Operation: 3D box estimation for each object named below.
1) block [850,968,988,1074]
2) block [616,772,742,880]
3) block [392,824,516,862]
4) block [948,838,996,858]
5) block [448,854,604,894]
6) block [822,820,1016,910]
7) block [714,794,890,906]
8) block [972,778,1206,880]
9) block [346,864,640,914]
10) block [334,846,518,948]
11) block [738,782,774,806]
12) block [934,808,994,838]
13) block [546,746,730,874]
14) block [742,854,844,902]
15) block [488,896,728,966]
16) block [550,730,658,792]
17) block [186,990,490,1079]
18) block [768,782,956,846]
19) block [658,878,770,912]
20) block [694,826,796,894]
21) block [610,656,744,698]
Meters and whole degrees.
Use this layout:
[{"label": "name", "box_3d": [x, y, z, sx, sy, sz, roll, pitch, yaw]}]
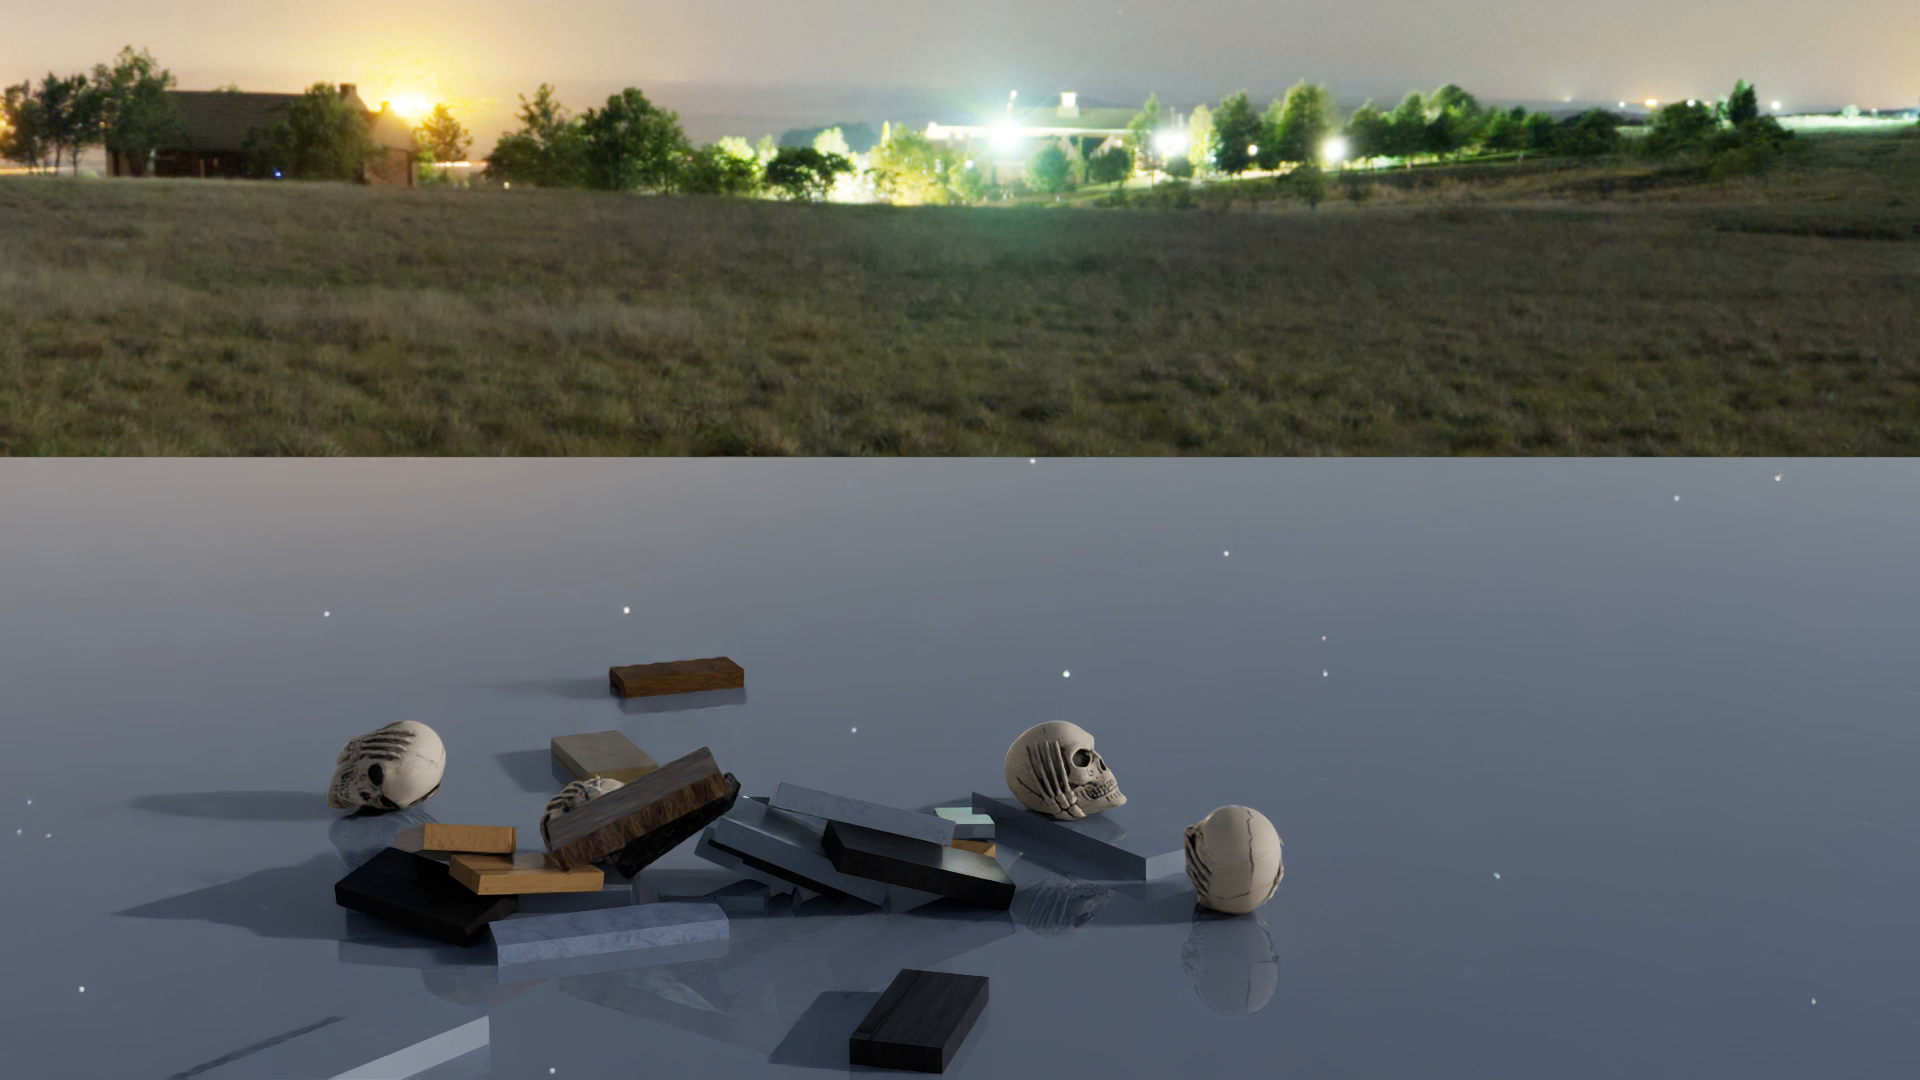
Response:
[{"label": "block", "box_3d": [-0.054, 0.676, 3.104, 0.131, 0.037, 0.262, 3, 11, 14]}, {"label": "block", "box_3d": [-0.468, 0.474, 3.656, 0.220, 0.031, 0.110, -35, 10, 10]}, {"label": "block", "box_3d": [-0.847, 0.507, 3.670, 0.147, 0.042, 0.293, 6, -13, -23]}, {"label": "block", "box_3d": [-0.038, 0.546, 3.837, 0.180, 0.026, 0.090, 4, 11, 20]}, {"label": "block", "box_3d": [-0.698, 0.537, 3.546, 0.220, 0.031, 0.110, 5, 7, -38]}, {"label": "block", "box_3d": [-0.070, 0.534, 3.619, 0.297, 0.042, 0.149, 15, 6, -16]}, {"label": "block", "box_3d": [-0.259, 0.513, 3.663, 0.297, 0.042, 0.148, 22, 9, -5]}, {"label": "block", "box_3d": [0.224, 0.516, 3.958, 0.140, 0.040, 0.485, -8, 13, -36]}, {"label": "block", "box_3d": [-0.768, 0.577, 3.637, 0.461, 0.037, 0.131, 0, 11, -2]}, {"label": "block", "box_3d": [-0.854, 0.570, 3.524, 0.262, 0.037, 0.131, 12, 27, 24]}, {"label": "block", "box_3d": [-0.432, 0.483, 4.174, 0.180, 0.026, 0.090, 2, 11, 10]}, {"label": "block", "box_3d": [0.007, 0.509, 3.961, 0.090, 0.026, 0.180, 0, 2, -6]}, {"label": "block", "box_3d": [-0.530, 0.440, 3.610, 0.293, 0.042, 0.147, -25, 16, -9]}, {"label": "block", "box_3d": [-0.273, 0.545, 3.657, 0.175, 0.025, 0.087, 22, 9, -5]}, {"label": "block", "box_3d": [-0.552, 0.613, 3.459, 0.359, 0.031, 0.110, -4, 11, -19]}, {"label": "block", "box_3d": [-0.709, 0.438, 4.377, 0.140, 0.040, 0.279, -5, 12, -25]}, {"label": "block", "box_3d": [-0.845, 0.704, 2.942, 0.147, 0.042, 0.427, 8, 13, 37]}, {"label": "block", "box_3d": [-0.166, 0.457, 3.670, 0.297, 0.042, 0.148, 14, -9, -7]}, {"label": "block", "box_3d": [-0.405, 0.585, 3.629, 0.175, 0.025, 0.087, 0, 11, 2]}, {"label": "block", "box_3d": [-0.353, 0.535, 3.673, 0.175, 0.025, 0.087, 23, 9, -2]}, {"label": "block", "box_3d": [-0.649, 0.315, 5.044, 0.279, 0.040, 0.139, -4, 11, -22]}]
